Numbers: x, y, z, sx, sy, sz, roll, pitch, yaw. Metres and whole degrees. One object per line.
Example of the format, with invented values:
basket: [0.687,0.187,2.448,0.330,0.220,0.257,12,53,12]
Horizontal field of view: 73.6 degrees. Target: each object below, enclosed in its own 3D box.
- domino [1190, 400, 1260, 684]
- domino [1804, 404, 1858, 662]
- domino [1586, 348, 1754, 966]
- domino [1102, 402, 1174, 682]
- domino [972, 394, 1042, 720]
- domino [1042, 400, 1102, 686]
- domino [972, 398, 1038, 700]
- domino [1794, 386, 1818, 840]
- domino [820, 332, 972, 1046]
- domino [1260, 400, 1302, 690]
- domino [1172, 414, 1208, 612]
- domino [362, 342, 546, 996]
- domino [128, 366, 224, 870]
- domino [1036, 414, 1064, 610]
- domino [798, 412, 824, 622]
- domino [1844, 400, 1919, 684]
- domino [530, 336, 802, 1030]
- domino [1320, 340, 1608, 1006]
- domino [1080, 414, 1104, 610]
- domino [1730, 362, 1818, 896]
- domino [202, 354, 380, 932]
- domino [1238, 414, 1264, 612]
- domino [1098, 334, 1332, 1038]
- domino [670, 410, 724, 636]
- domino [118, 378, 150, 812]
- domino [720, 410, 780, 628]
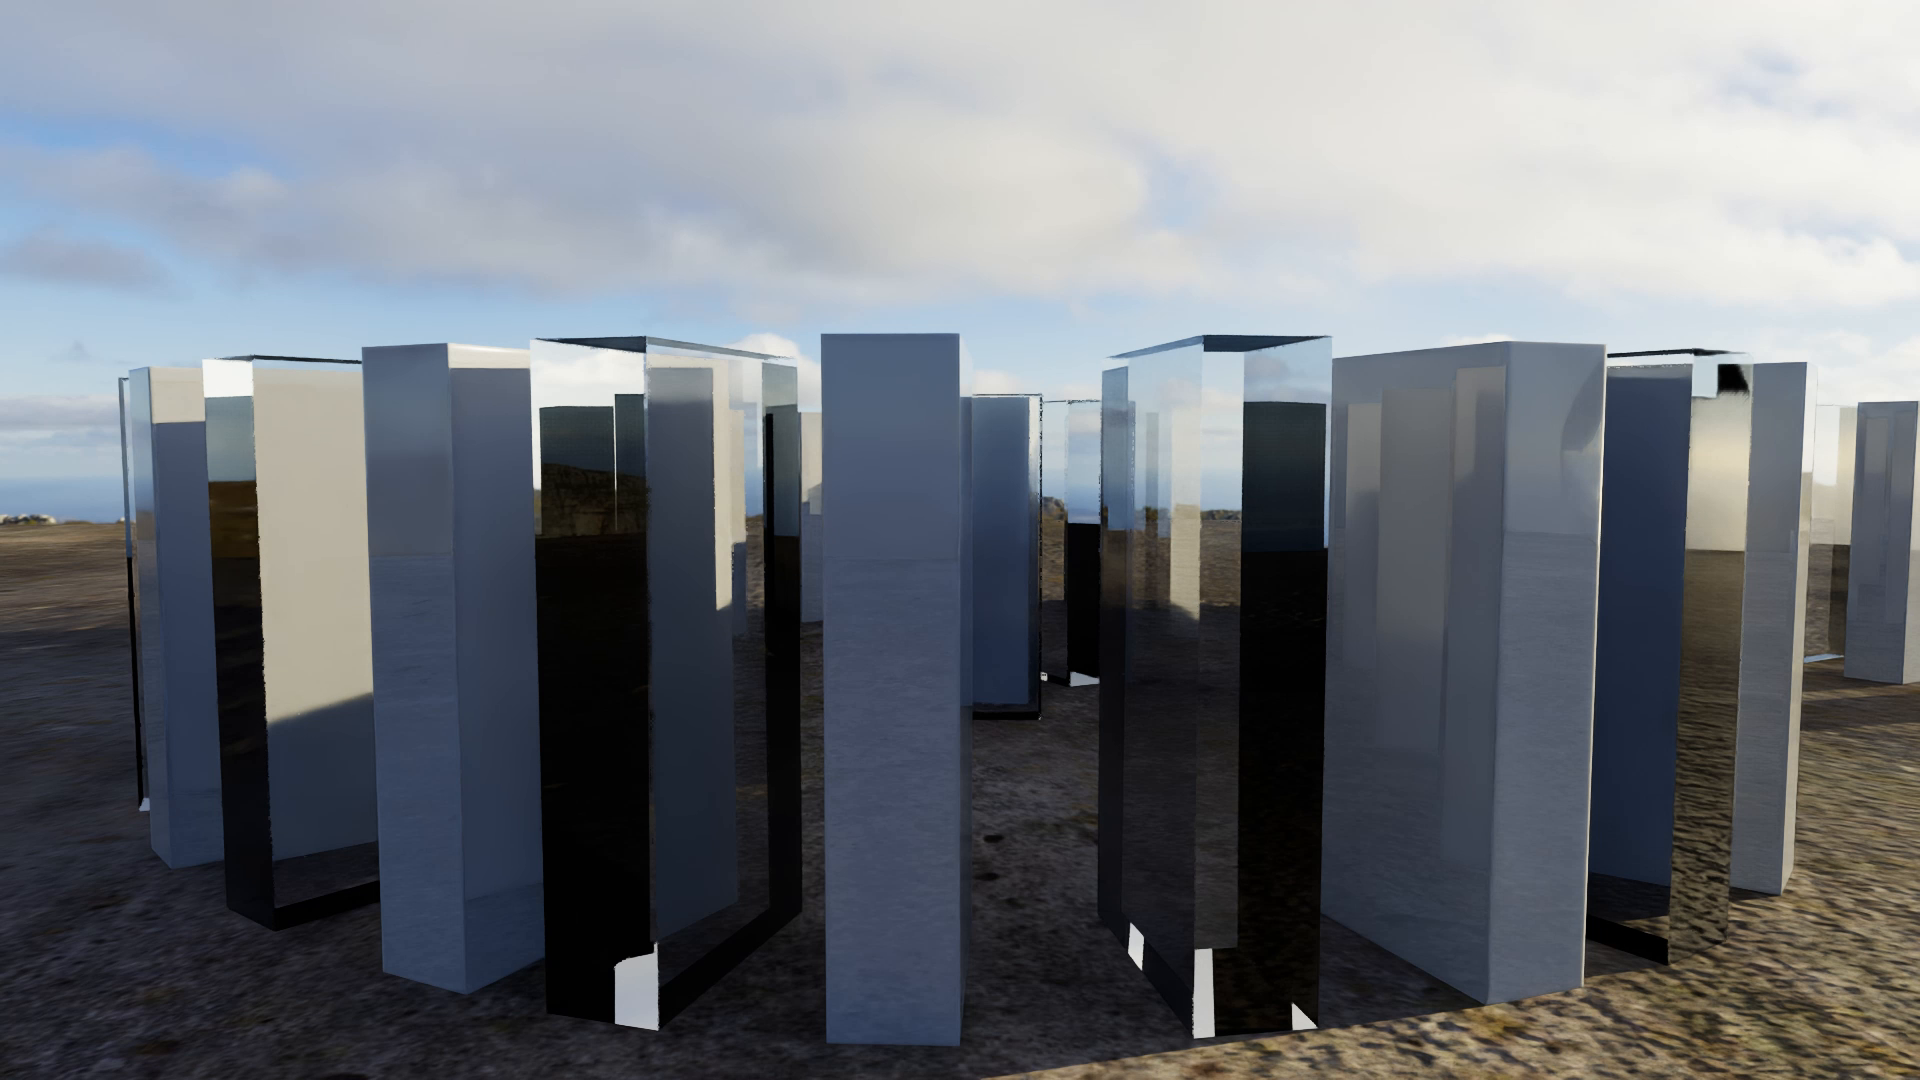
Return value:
domino: [0.049,0.000,0.238,0.009,0.050,0.025,1,4,17]
domino: [0.165,-0.001,0.253,0.025,0.050,0.010,-2,5,-30]
domino: [0.055,0.009,0.116,0.009,0.050,0.025,-3,5,-33]
domino: [0.033,-0.001,0.241,0.009,0.050,0.025,0,4,0]
domino: [0.000,0.002,0.201,0.025,0.050,0.010,0,4,0]
domino: [0.017,0.000,0.236,0.009,0.050,0.025,-2,5,-29]
domino: [0.000,0.001,0.219,0.025,0.050,0.010,1,4,12]
domino: [0.079,0.007,0.144,0.025,0.050,0.009,2,5,30]
domino: [-0.004,0.010,0.102,0.009,0.050,0.025,0,4,3]
domino: [0.063,0.000,0.232,0.009,0.050,0.025,3,5,30]
domino: [0.059,-0.008,0.337,0.010,0.050,0.025,1,4,8]
domino: [-0.037,0.009,0.111,0.009,0.050,0.025,2,5,27]
domino: [-0.073,0.007,0.138,0.025,0.050,0.010,-4,6,-42]
domino: [0.021,-0.008,0.338,0.010,0.050,0.025,0,4,-4]
domino: [-0.041,-0.006,0.317,0.009,0.050,0.025,-3,5,-36]
domino: [0.175,0.000,0.235,0.025,0.050,0.010,-2,5,-30]
domino: [-0.023,0.010,0.105,0.009,0.050,0.025,1,4,17]
domino: [0.040,0.009,0.109,0.009,0.050,0.025,-2,5,-20]
domino: [0.037,-0.008,0.339,0.010,0.050,0.025,0,4,1]
domino: [0.071,0.008,0.131,0.025,0.050,0.010,3,5,39]
domino: [-0.056,0.008,0.123,0.010,0.050,0.025,3,5,37]
domino: [0.078,-0.007,0.334,0.010,0.050,0.025,1,4,14]
domino: [0.019,0.010,0.103,0.010,0.050,0.025,-1,4,-10]
domino: [-0.066,-0.005,0.294,0.025,0.050,0.009,4,6,42]
domino: [-0.086,0.006,0.157,0.025,0.050,0.009,-2,5,-28]
domino: [-0.054,-0.005,0.306,0.009,0.050,0.025,-4,6,-42]
